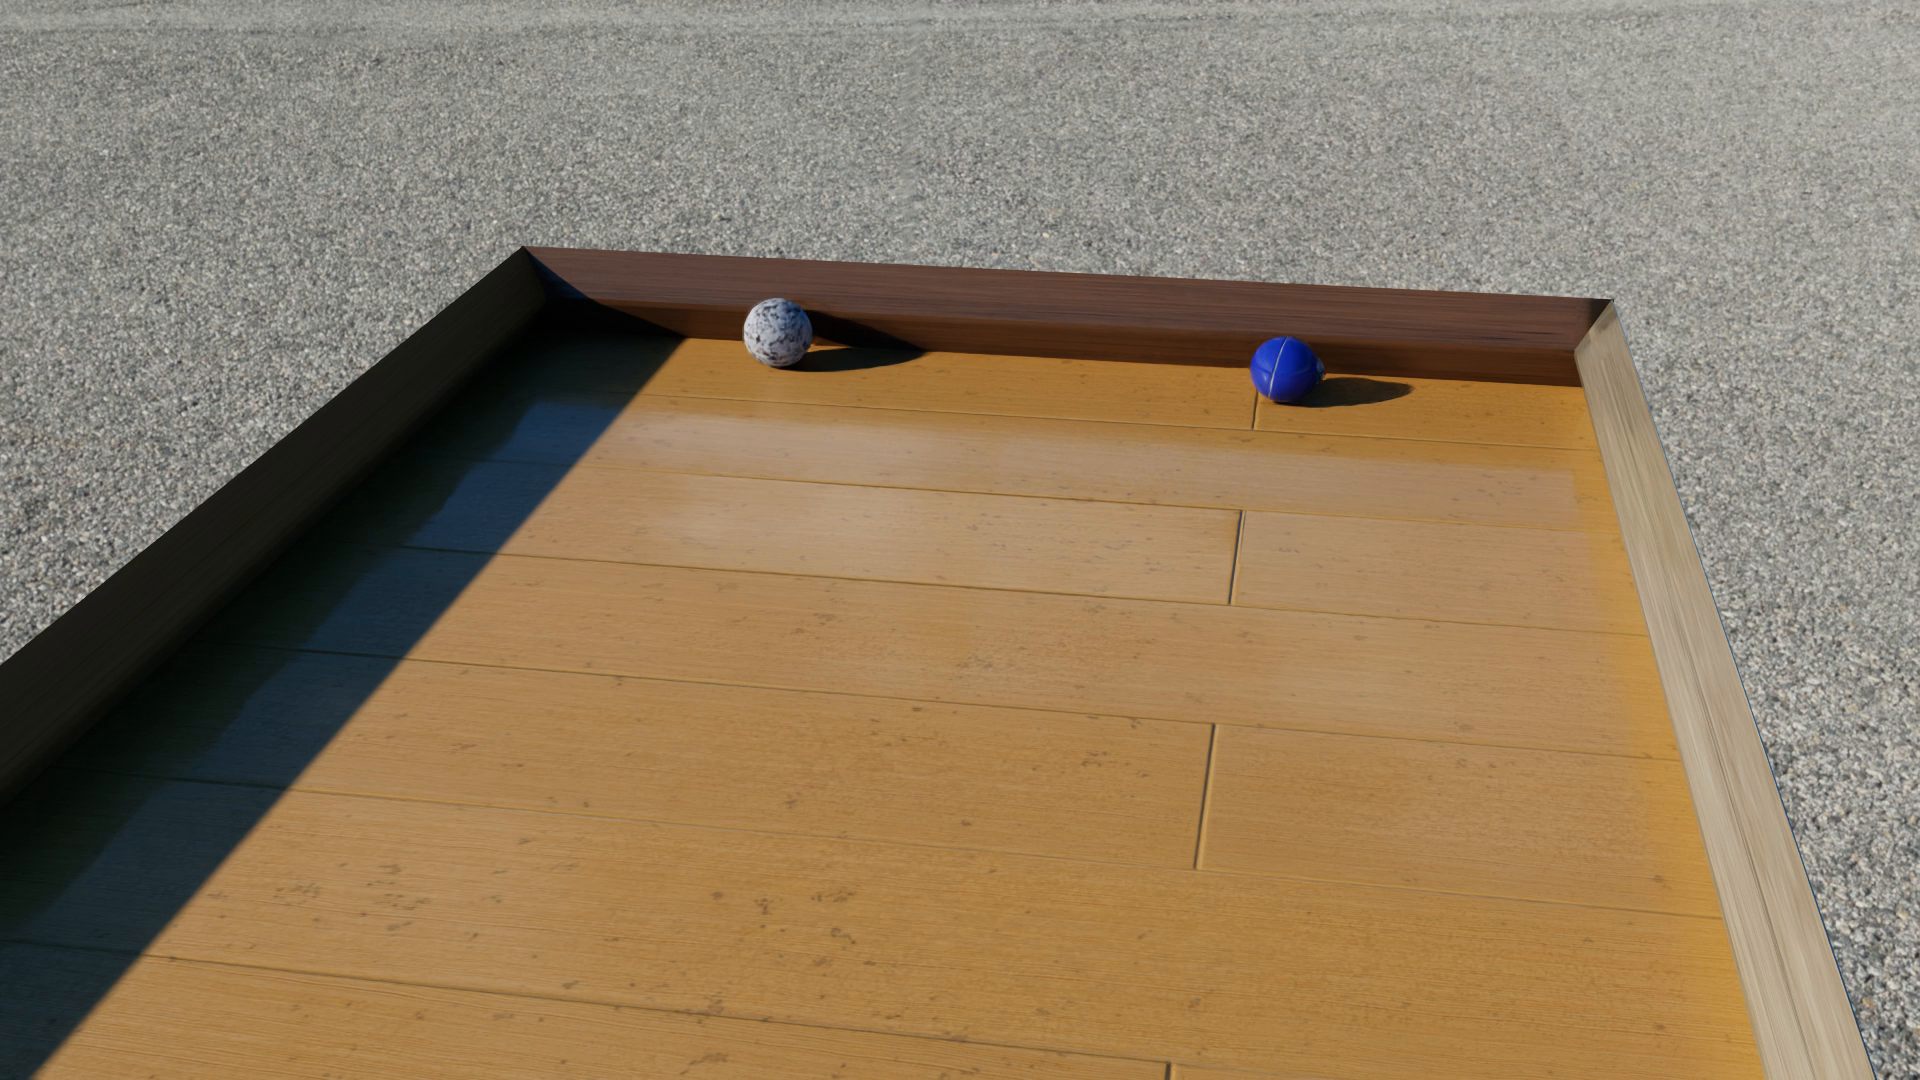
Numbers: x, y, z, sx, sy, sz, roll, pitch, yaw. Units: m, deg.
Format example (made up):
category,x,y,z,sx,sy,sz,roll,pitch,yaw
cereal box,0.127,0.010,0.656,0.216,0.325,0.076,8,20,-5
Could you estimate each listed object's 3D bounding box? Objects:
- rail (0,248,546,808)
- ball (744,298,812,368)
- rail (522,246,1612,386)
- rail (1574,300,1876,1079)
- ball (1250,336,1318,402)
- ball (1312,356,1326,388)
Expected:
category,x,y,z,sx,sy,sz,roll,pitch,yaw
rail,-0.796,0.199,1.765,0.045,0.116,2.726,4,24,9
ball,-0.237,-0.270,2.864,0.090,0.090,0.090,0,24,0
rail,0.110,-0.287,2.867,1.432,0.116,0.045,4,24,9
rail,0.569,0.293,1.554,0.045,0.116,2.726,4,24,9
ball,0.404,-0.213,2.743,0.083,0.083,0.083,0,24,0
ball,0.443,-0.214,2.796,0.043,0.043,0.043,0,24,0
